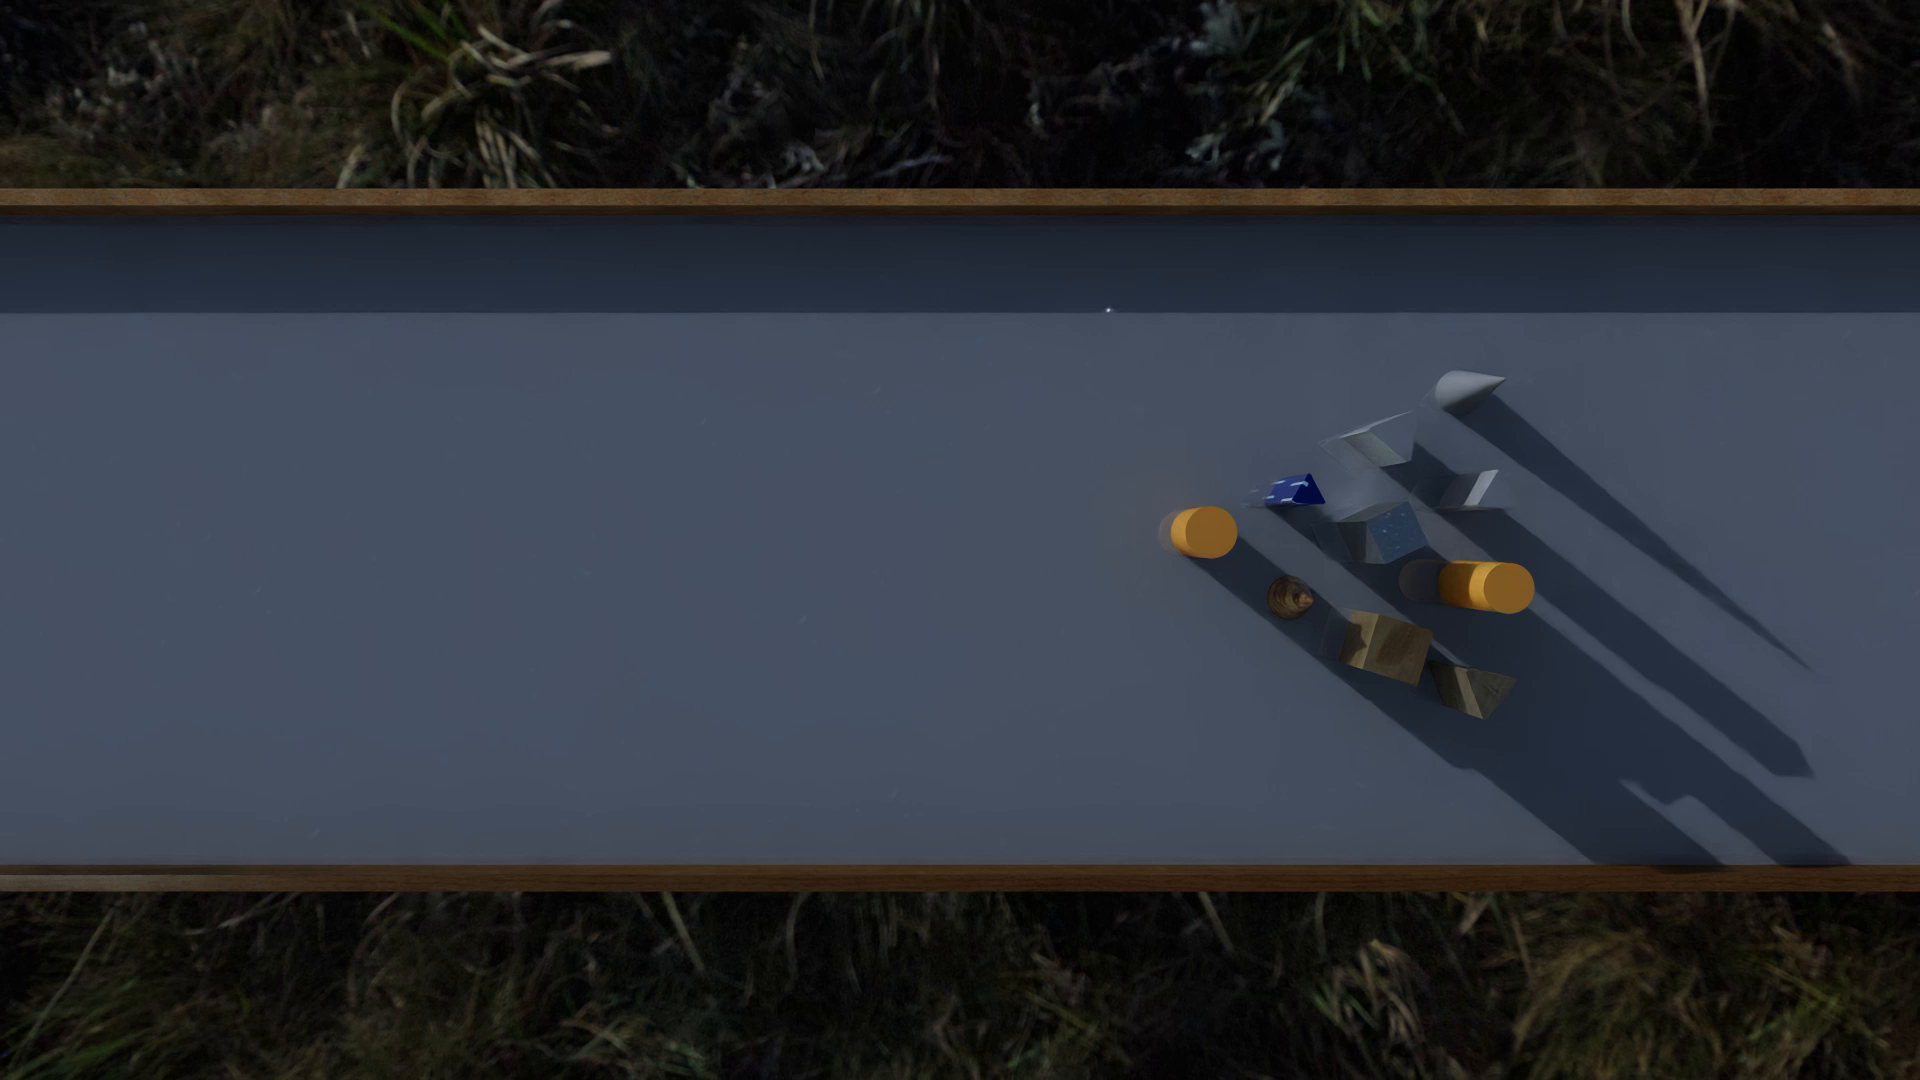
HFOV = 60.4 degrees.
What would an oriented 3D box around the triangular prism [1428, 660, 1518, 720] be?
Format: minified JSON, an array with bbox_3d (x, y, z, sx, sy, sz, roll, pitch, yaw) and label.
[{"bbox_3d":[1.490,0.413,4.882,0.129,0.388,0.148,40,90,0],"label":"triangular prism"}]

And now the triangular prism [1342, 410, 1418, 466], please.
[{"bbox_3d":[1.274,-0.322,4.906,0.150,0.341,0.130,39,90,0],"label":"triangular prism"}]

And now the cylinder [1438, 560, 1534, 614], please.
[{"bbox_3d":[1.541,0.135,4.853,0.144,0.447,0.144,0,90,0],"label":"cylinder"}]

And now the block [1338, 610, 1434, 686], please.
[{"bbox_3d":[1.268,0.318,4.923,0.167,0.306,0.167,17,90,0],"label":"block"}]

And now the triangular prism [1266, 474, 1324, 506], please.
[{"bbox_3d":[0.985,-0.147,4.866,0.095,0.422,0.082,3,90,0],"label":"triangular prism"}]

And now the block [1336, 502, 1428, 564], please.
[{"bbox_3d":[1.247,-0.021,4.890,0.136,0.374,0.136,-25,90,0],"label":"block"}]

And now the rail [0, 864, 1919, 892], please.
[{"bbox_3d":[-2.247,1.025,5.001,12.000,0.150,0.050,0,90,0],"label":"rail"}]

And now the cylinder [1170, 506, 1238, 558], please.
[{"bbox_3d":[0.724,-0.022,4.914,0.151,0.325,0.151,0,90,0],"label":"cylinder"}]

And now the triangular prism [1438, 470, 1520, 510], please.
[{"bbox_3d":[1.528,-0.148,4.873,0.121,0.408,0.105,1,90,0],"label":"triangular prism"}]

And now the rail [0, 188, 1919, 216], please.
[{"bbox_3d":[-2.247,-1.025,5.002,12.000,0.150,0.050,0,90,0],"label":"rail"}]

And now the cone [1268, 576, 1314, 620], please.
[{"bbox_3d":[1.014,0.178,4.898,0.138,0.357,0.138,0,90,0],"label":"cone"}]

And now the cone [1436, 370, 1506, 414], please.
[{"bbox_3d":[1.534,-0.454,4.849,0.139,0.455,0.139,0,90,0],"label":"cone"}]
